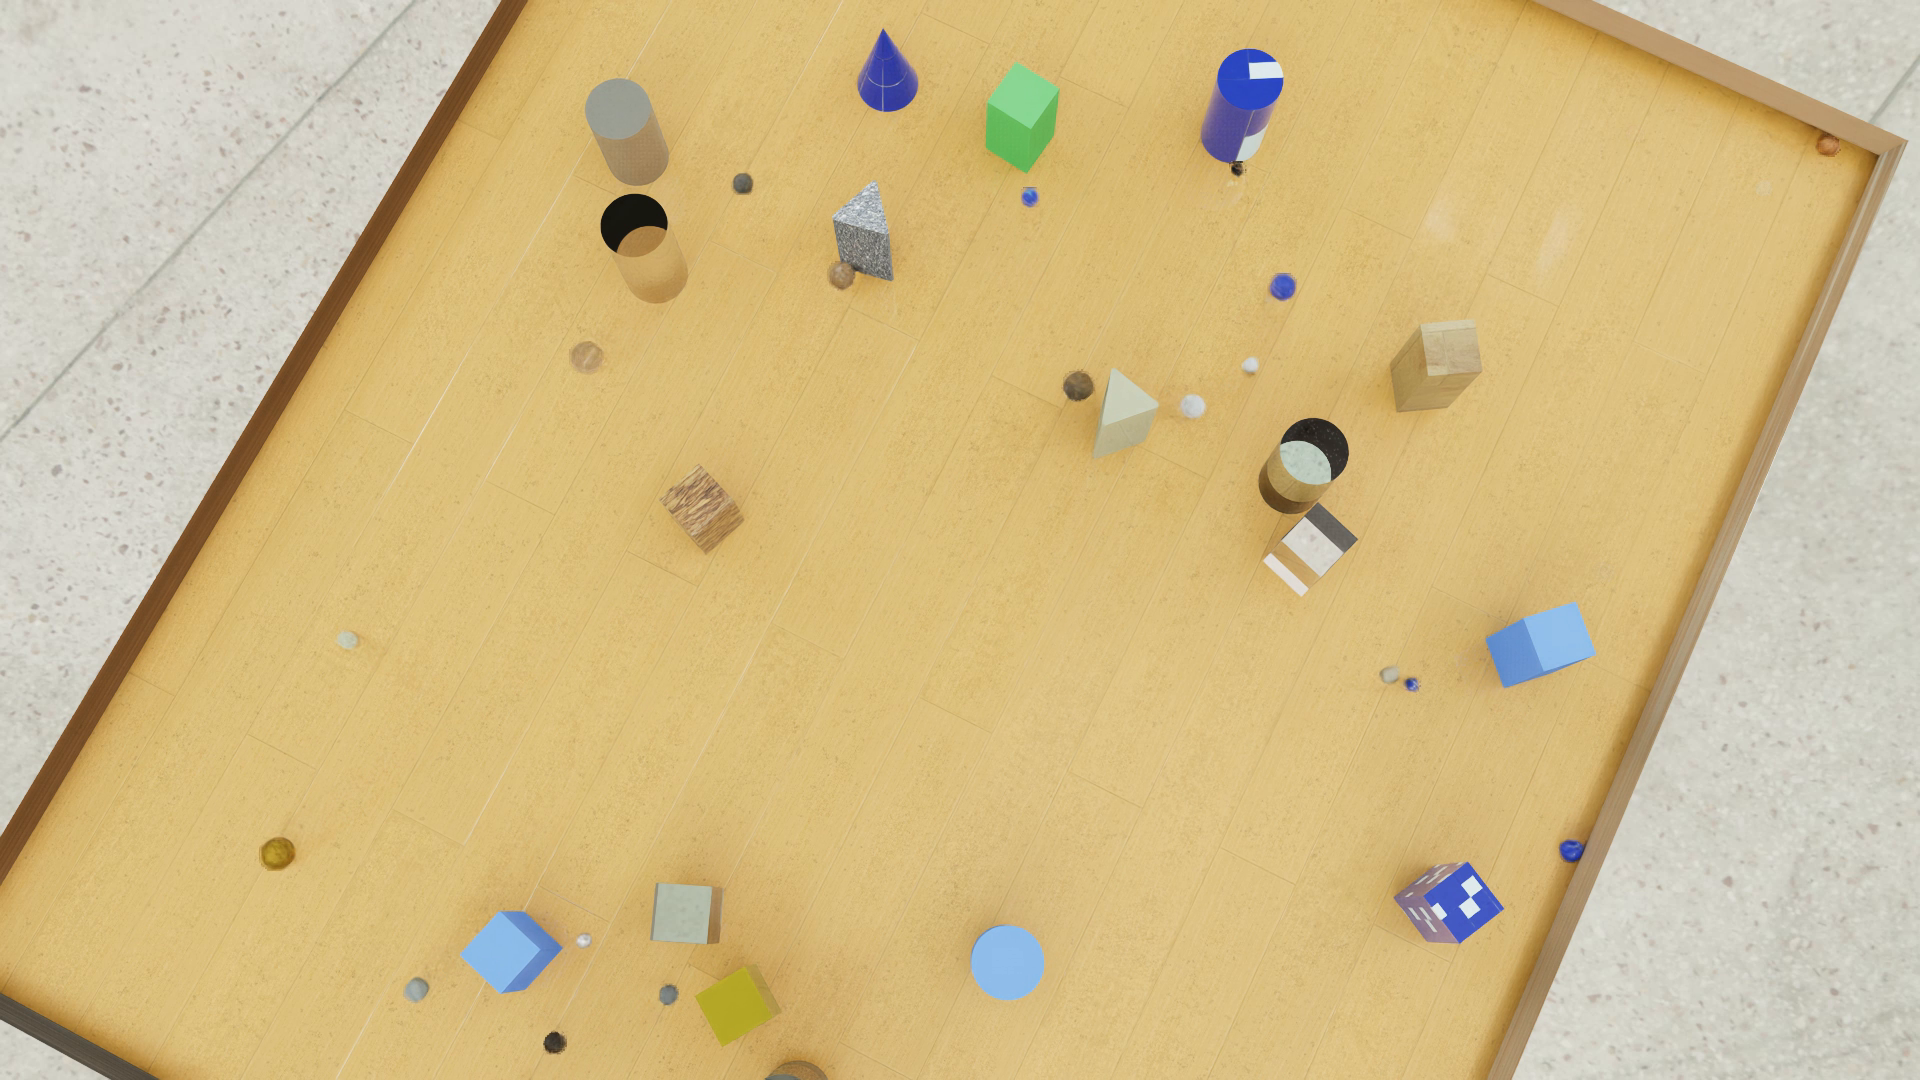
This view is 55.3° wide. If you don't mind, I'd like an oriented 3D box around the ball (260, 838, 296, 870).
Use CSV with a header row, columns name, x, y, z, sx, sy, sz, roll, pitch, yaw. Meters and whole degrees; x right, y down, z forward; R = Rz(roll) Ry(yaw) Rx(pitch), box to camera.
name,x,y,z,sx,sy,sz,roll,pitch,yaw
ball,-2.002,0.920,5.378,0.095,0.095,0.095,0,78,0

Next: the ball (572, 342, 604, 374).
name,x,y,z,sx,sy,sz,roll,pitch,yaw
ball,-1.155,-0.567,5.683,0.099,0.099,0.099,0,78,0

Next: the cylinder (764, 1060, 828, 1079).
name,x,y,z,sx,sy,sz,roll,pitch,yaw
cylinder,-0.468,1.554,5.047,0.199,0.486,0.199,0,78,0

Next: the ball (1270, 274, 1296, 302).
name,x,y,z,sx,sy,sz,roll,pitch,yaw
ball,1.012,-0.789,5.738,0.082,0.082,0.082,0,78,0

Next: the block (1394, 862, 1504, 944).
name,x,y,z,sx,sy,sz,roll,pitch,yaw
block,1.387,1.034,5.219,0.159,0.360,0.159,-35,80,-7

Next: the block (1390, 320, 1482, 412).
name,x,y,z,sx,sy,sz,roll,pitch,yaw
block,1.430,-0.521,5.523,0.159,0.394,0.159,-5,78,-1

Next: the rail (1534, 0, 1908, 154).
name,x,y,z,sx,sy,sz,roll,pitch,yaw
rail,1.093,-2.135,5.992,4.183,0.129,0.045,26,80,5

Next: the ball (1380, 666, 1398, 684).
name,x,y,z,sx,sy,sz,roll,pitch,yaw
ball,1.289,0.407,5.505,0.054,0.054,0.054,0,78,0

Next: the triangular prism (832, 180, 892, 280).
name,x,y,z,sx,sy,sz,roll,pitch,yaw
triangular prism,-0.273,-0.954,5.607,0.172,0.405,0.149,17,79,3

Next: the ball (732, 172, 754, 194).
name,x,y,z,sx,sy,sz,roll,pitch,yaw
ball,-0.689,-1.132,5.817,0.067,0.067,0.067,0,78,0

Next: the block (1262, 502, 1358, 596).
name,x,y,z,sx,sy,sz,roll,pitch,yaw
block,1.038,0.031,5.447,0.159,0.319,0.159,44,82,8

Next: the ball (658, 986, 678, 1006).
name,x,y,z,sx,sy,sz,roll,pitch,yaw
ball,-0.847,1.321,5.315,0.055,0.055,0.055,0,78,0

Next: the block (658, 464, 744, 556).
name,x,y,z,sx,sy,sz,roll,pitch,yaw
block,-0.772,-0.089,5.501,0.159,0.264,0.159,-43,81,-8

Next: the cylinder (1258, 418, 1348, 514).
name,x,y,z,sx,sy,sz,roll,pitch,yaw
cylinder,1.019,-0.216,5.461,0.199,0.393,0.199,0,78,0

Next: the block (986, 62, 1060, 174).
name,x,y,z,sx,sy,sz,roll,pitch,yaw
block,0.192,-1.313,5.715,0.159,0.340,0.159,33,80,6

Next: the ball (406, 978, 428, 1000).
name,x,y,z,sx,sy,sz,roll,pitch,yaw
ball,-1.574,1.302,5.313,0.066,0.066,0.066,0,78,0

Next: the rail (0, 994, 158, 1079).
name,x,y,z,sx,sy,sz,roll,pitch,yaw
rail,-1.093,2.148,5.105,4.183,0.129,0.045,26,80,5

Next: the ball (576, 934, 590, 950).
name,x,y,z,sx,sy,sz,roll,pitch,yaw
ball,-1.100,1.173,5.352,0.043,0.043,0.043,0,78,0

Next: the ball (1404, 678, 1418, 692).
name,x,y,z,sx,sy,sz,roll,pitch,yaw
ball,1.356,0.434,5.505,0.043,0.043,0.043,0,78,0

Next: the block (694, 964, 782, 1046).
name,x,y,z,sx,sy,sz,roll,pitch,yaw
block,-0.626,1.318,5.199,0.159,0.283,0.159,-30,80,-6

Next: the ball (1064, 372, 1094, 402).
name,x,y,z,sx,sy,sz,roll,pitch,yaw
ball,0.366,-0.473,5.667,0.093,0.093,0.093,0,78,0

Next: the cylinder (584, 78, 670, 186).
name,x,y,z,sx,sy,sz,roll,pitch,yaw
cylinder,-1.031,-1.263,5.696,0.199,0.356,0.199,0,78,0

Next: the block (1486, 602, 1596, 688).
name,x,y,z,sx,sy,sz,roll,pitch,yaw
block,1.691,0.311,5.355,0.159,0.386,0.159,-17,79,-3

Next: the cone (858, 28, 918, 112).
name,x,y,z,sx,sy,sz,roll,pitch,yaw
cone,-0.233,-1.514,5.737,0.199,0.377,0.199,0,78,0

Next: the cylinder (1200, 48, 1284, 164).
name,x,y,z,sx,sy,sz,roll,pitch,yaw
cylinder,0.872,-1.343,5.693,0.199,0.396,0.199,0,78,0

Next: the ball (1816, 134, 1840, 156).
name,x,y,z,sx,sy,sz,roll,pitch,yaw
ball,2.768,-1.259,5.842,0.068,0.068,0.068,0,78,0

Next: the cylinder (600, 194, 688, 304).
name,x,y,z,sx,sy,sz,roll,pitch,yaw
cylinder,-0.958,-0.883,5.588,0.199,0.414,0.199,0,78,0

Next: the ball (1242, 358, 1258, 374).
name,x,y,z,sx,sy,sz,roll,pitch,yaw
ball,0.903,-0.541,5.703,0.051,0.051,0.051,0,78,0

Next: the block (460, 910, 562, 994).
name,x,y,z,sx,sy,sz,roll,pitch,yaw
block,-1.275,1.172,5.222,0.159,0.297,0.159,41,81,8

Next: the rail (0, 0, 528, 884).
name,x,y,z,sx,sy,sz,roll,pitch,yaw
rail,-1.850,-0.899,5.736,0.045,0.129,4.937,26,80,5

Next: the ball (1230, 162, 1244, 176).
name,x,y,z,sx,sy,sz,roll,pitch,yaw
ball,0.885,-1.180,5.839,0.043,0.043,0.043,0,78,0

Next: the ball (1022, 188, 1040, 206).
name,x,y,z,sx,sy,sz,roll,pitch,yaw
ball,0.223,-1.085,5.812,0.057,0.057,0.057,0,78,0

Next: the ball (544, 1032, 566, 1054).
name,x,y,z,sx,sy,sz,roll,pitch,yaw
ball,-1.169,1.450,5.285,0.062,0.062,0.062,0,78,0

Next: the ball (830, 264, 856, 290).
name,x,y,z,sx,sy,sz,roll,pitch,yaw
ball,-0.368,-0.826,5.746,0.082,0.082,0.082,0,78,0

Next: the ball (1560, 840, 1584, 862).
name,x,y,z,sx,sy,sz,roll,pitch,yaw
ball,1.802,0.915,5.393,0.067,0.067,0.067,0,78,0

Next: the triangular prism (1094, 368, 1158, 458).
name,x,y,z,sx,sy,sz,roll,pitch,yaw
triangular prism,0.469,-0.390,5.496,0.172,0.394,0.149,-19,79,-4

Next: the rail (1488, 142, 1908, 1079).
name,x,y,z,sx,sy,sz,roll,pitch,yaw
rail,1.850,0.912,5.361,0.045,0.129,4.937,26,80,5

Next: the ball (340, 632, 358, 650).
name,x,y,z,sx,sy,sz,roll,pitch,yaw
ball,-1.844,0.305,5.527,0.053,0.053,0.053,0,78,0

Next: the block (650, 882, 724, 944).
name,x,y,z,sx,sy,sz,roll,pitch,yaw
block,-0.780,1.072,5.257,0.159,0.270,0.159,4,78,1

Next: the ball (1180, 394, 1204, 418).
name,x,y,z,sx,sy,sz,roll,pitch,yaw
ball,0.718,-0.414,5.664,0.075,0.075,0.075,0,78,0

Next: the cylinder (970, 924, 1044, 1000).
name,x,y,z,sx,sy,sz,roll,pitch,yaw
cylinder,0.130,1.187,5.168,0.199,0.397,0.199,0,78,0
